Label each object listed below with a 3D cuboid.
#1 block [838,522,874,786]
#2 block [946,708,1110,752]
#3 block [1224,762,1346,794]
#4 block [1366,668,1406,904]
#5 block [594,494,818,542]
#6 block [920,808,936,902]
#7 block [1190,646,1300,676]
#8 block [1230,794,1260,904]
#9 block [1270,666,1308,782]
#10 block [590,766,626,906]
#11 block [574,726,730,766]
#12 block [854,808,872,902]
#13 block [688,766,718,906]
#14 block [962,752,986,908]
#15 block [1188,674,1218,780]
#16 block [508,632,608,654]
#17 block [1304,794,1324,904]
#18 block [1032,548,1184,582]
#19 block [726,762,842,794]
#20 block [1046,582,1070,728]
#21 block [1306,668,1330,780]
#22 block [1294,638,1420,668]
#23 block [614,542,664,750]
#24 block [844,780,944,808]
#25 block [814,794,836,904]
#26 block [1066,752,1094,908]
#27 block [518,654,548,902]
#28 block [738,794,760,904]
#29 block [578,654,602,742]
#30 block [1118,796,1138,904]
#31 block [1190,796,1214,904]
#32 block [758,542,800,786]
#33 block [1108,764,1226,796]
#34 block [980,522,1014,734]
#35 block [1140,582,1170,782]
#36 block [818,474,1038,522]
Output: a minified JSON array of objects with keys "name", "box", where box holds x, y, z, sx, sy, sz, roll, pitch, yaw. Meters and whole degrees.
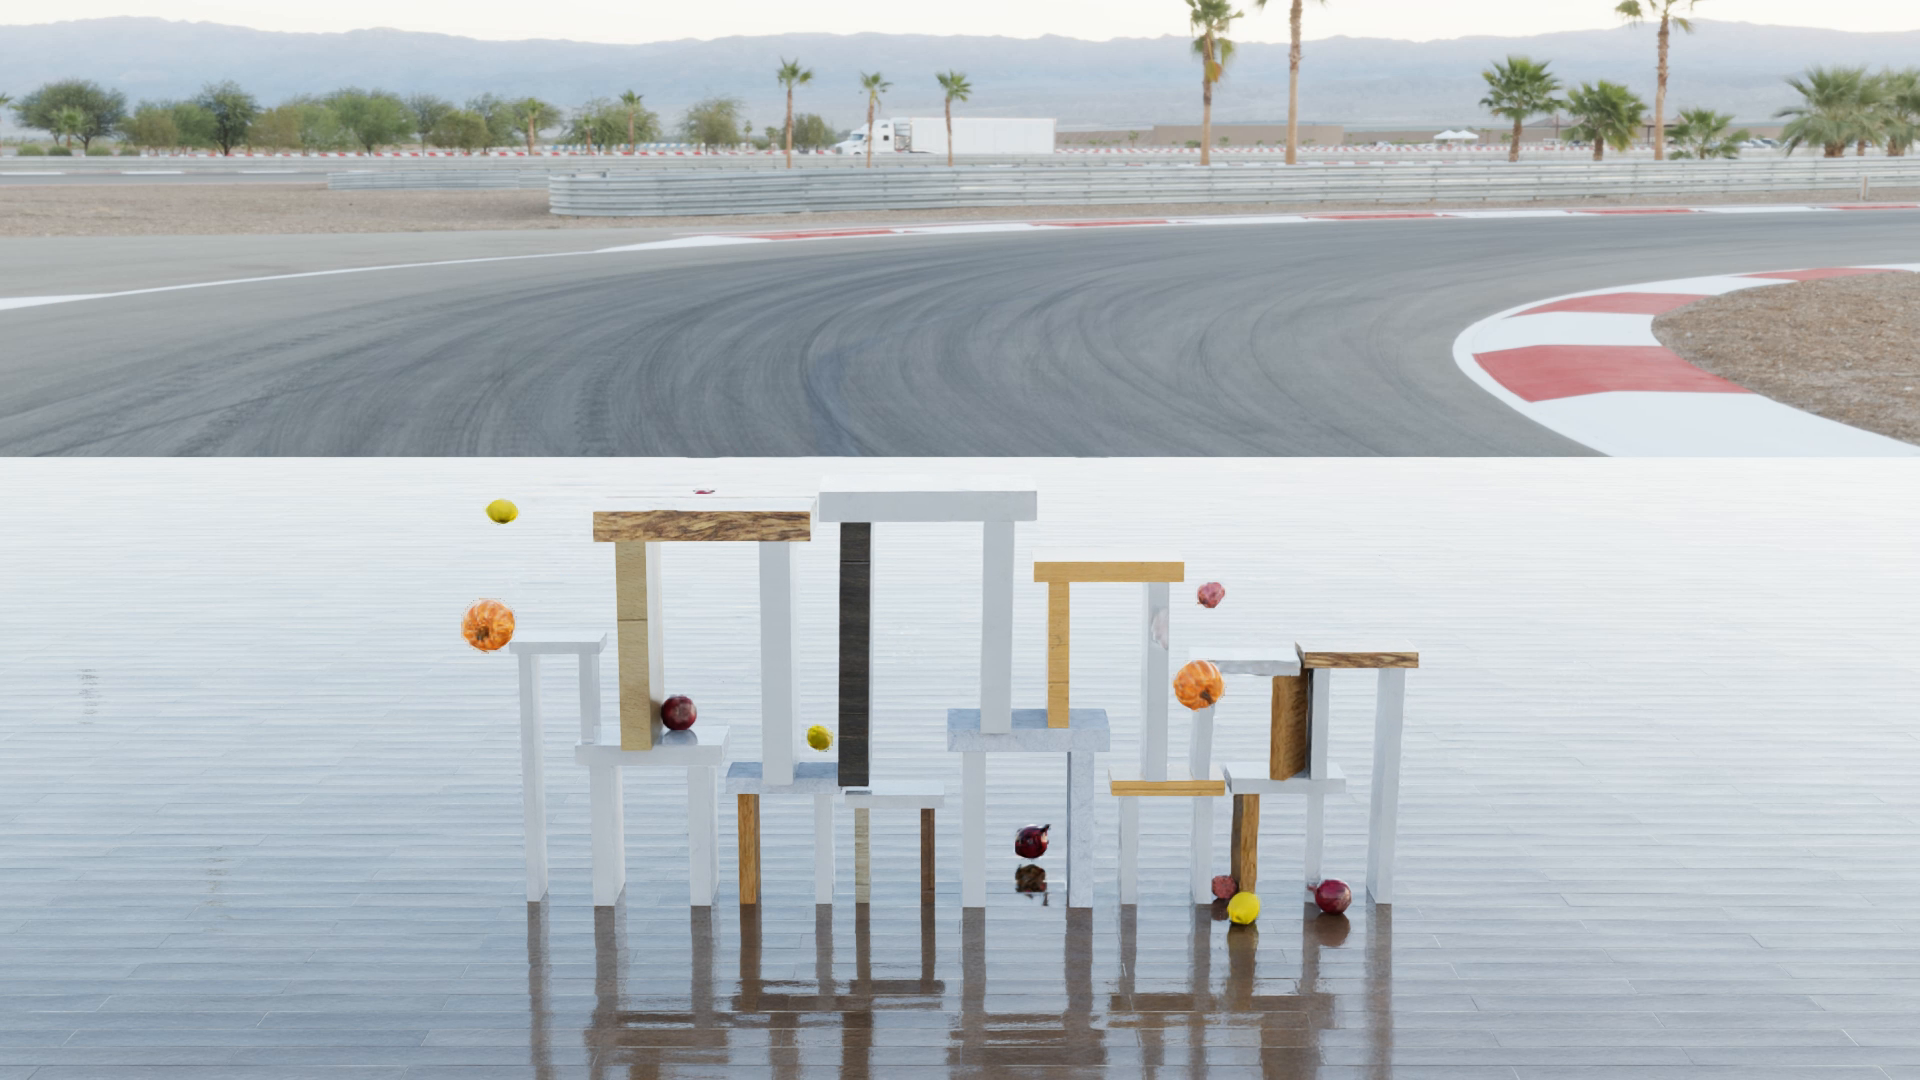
[{"name":"block","box":[-0.168,0.169,3.581,0.049,0.431,0.172,1,11,0]},{"name":"block","box":[0.111,0.312,3.618,0.264,0.037,0.132,0,11,0]},{"name":"block","box":[0.536,0.393,3.631,0.187,0.027,0.094,0,11,0]},{"name":"block","box":[0.702,0.394,3.630,0.026,0.399,0.093,1,11,0]},{"name":"block","box":[-0.406,-0.037,3.549,0.342,0.048,0.171,0,11,0]},{"name":"block","box":[-0.053,0.511,3.651,0.023,0.162,0.081,0,11,0]},{"name":"block","box":[0.463,0.198,3.587,0.174,0.025,0.087,1,11,3]},{"name":"block","box":[0.472,0.498,3.651,0.027,0.187,0.094,0,10,-3]},{"name":"block","box":[0.538,0.298,3.593,0.025,0.174,0.087,7,13,32]},{"name":"block","box":[-0.585,0.472,3.650,0.034,0.239,0.119,0,11,0]},{"name":"block","box":[-0.505,0.338,3.625,0.239,0.034,0.119,0,11,0]},{"name":"block","box":[-0.161,0.511,3.651,0.023,0.162,0.081,0,11,0]},{"name":"block","box":[-0.426,0.472,3.649,0.034,0.239,0.119,0,11,0]},{"name":"block","box":[0.023,0.460,3.646,0.037,0.264,0.132,0,11,0]},{"name":"block","box":[0.398,0.296,3.610,0.025,0.177,0.087,3,11,-1]},{"name":"block","box":[-0.656,0.168,3.590,0.147,0.021,0.073,0,11,0]},{"name":"block","box":[0.589,0.498,3.654,0.027,0.187,0.094,2,11,9]},{"name":"block","box":[0.238,0.040,3.572,0.240,0.034,0.120,0,11,0]},{"name":"block","box":[-0.287,0.392,3.630,0.188,0.027,0.094,0,11,1]},{"name":"block","box":[0.159,0.175,3.597,0.034,0.240,0.120,0,11,0]},{"name":"block","box":[0.585,0.290,3.604,0.026,0.185,0.093,0,11,2]},{"name":"block","box":[0.646,0.185,3.588,0.185,0.026,0.093,0,11,-1]},{"name":"block","box":[-0.520,0.155,3.585,0.048,0.342,0.171,0,11,0]},{"name":"block","box":[-0.107,0.420,3.634,0.162,0.023,0.081,0,11,0]},{"name":"block","box":[-0.224,0.498,3.650,0.027,0.188,0.094,0,11,0]},{"name":"block","box":[0.199,0.460,3.646,0.037,0.264,0.132,0,11,0]},{"name":"block","box":[-0.704,0.384,3.630,0.021,0.419,0.073,0,11,0]},{"name":"block","box":[-0.350,0.498,3.651,0.027,0.188,0.094,0,11,0]},{"name":"block","box":[-0.607,0.250,3.605,0.021,0.147,0.073,0,11,0]},{"name":"block","box":[0.279,0.500,3.649,0.026,0.185,0.092,0,11,0]},{"name":"block","box":[0.401,0.500,3.649,0.026,0.184,0.092,0,11,0]},{"name":"block","box":[-0.293,0.183,3.589,0.048,0.400,0.171,0,11,0]},{"name":"block","box":[0.340,0.396,3.630,0.185,0.026,0.092,0,11,0]},{"name":"block","box":[0.060,0.125,3.579,0.049,0.345,0.172,1,11,0]},{"name":"block","box":[0.319,0.219,3.605,0.034,0.331,0.120,0,11,0]},{"name":"block","box":[-0.052,-0.069,3.542,0.345,0.049,0.172,0,11,-1]}]
